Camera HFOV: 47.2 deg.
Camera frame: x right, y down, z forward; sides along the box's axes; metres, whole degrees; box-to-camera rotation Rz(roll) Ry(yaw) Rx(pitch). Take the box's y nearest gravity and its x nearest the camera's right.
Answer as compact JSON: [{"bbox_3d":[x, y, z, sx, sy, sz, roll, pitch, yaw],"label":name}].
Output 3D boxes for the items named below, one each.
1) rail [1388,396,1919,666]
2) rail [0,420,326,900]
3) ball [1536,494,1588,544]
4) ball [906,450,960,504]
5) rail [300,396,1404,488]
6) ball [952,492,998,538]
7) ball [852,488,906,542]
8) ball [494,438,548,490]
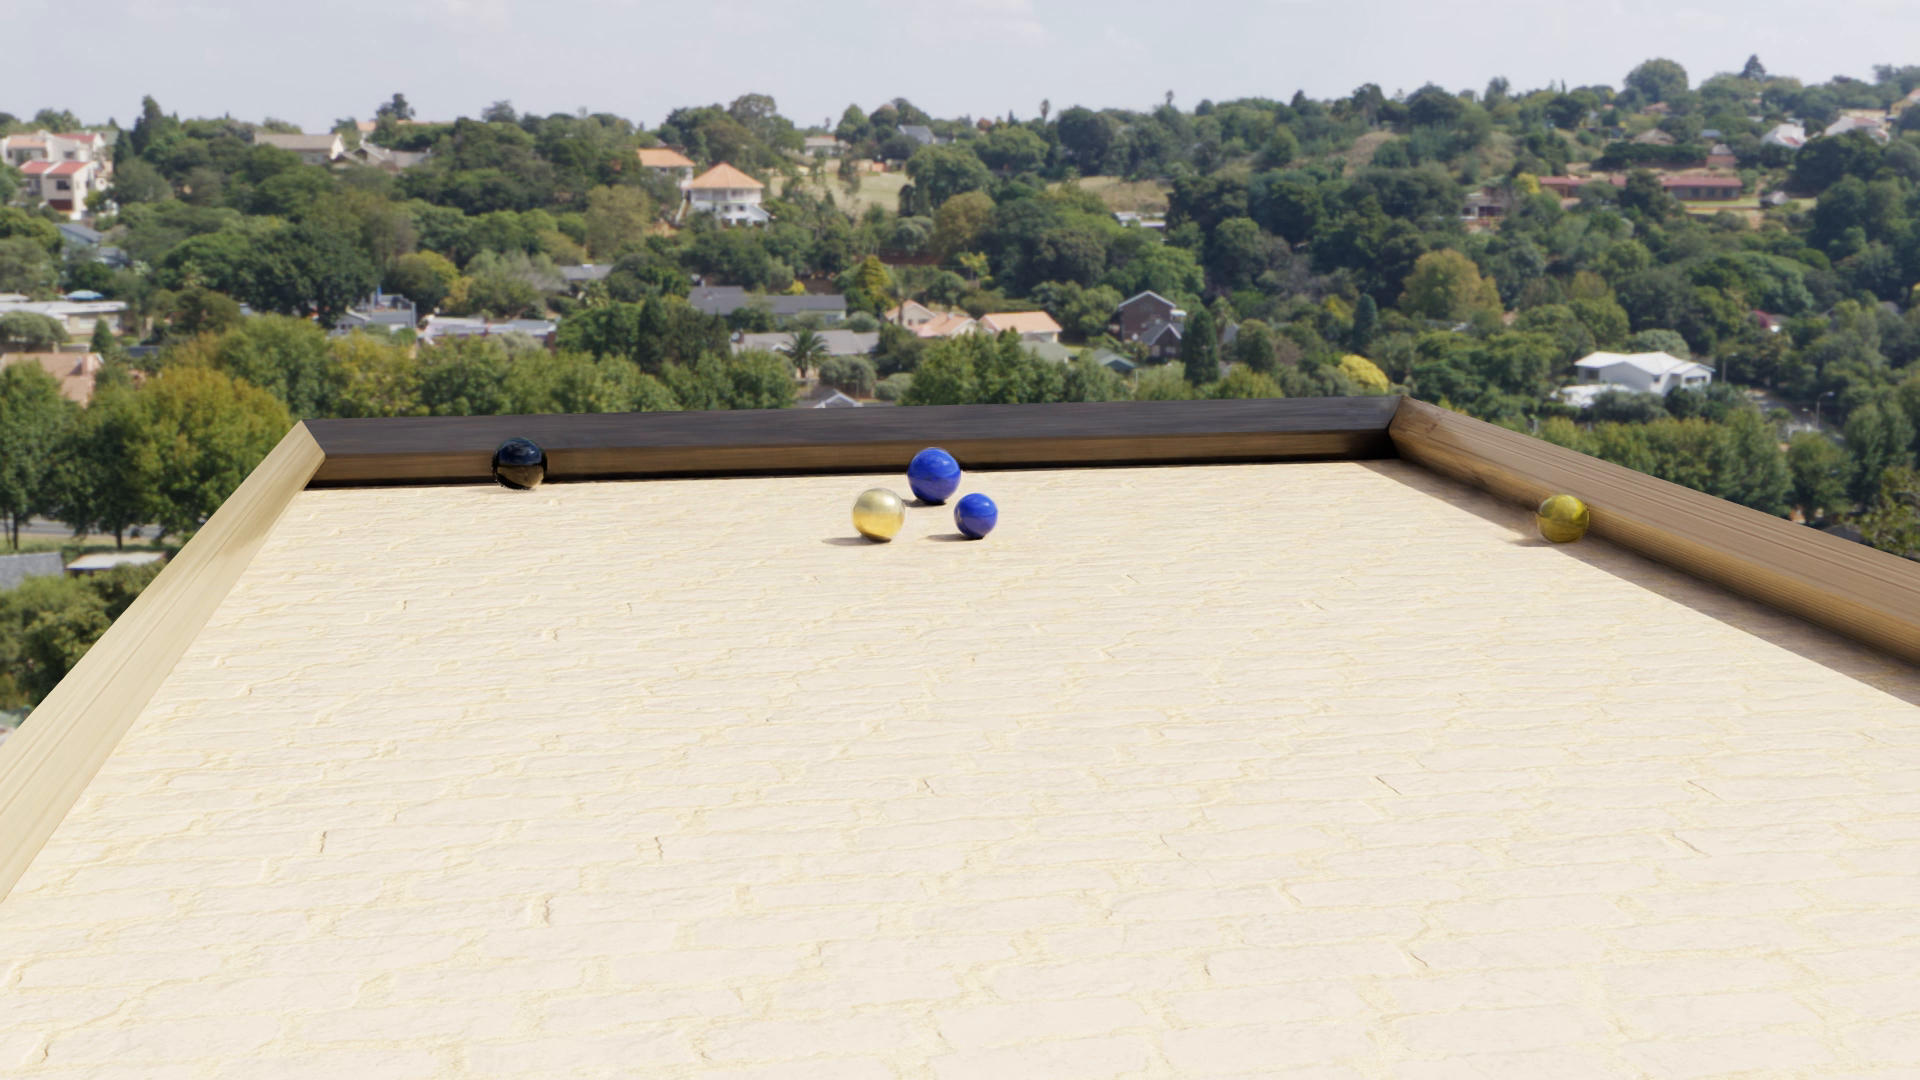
[{"bbox_3d":[1.136,0.116,2.455,0.045,0.120,3.626,-2,11,-10],"label":"rail"},{"bbox_3d":[-0.826,0.179,2.120,0.045,0.120,3.626,-2,11,-10],"label":"rail"},{"bbox_3d":[0.921,-0.032,3.362,0.076,0.076,0.076,0,11,0],"label":"ball"},{"bbox_3d":[-0.044,-0.108,3.718,0.092,0.092,0.092,0,11,0],"label":"ball"},{"bbox_3d":[-0.151,-0.180,4.020,2.039,0.120,0.045,-2,11,-10],"label":"rail"},{"bbox_3d":[0.024,-0.038,3.410,0.070,0.070,0.070,0,11,0],"label":"ball"},{"bbox_3d":[-0.124,-0.039,3.380,0.083,0.083,0.083,0,11,0],"label":"ball"},{"bbox_3d":[-0.770,-0.133,3.849,0.093,0.093,0.093,0,11,0],"label":"ball"}]
